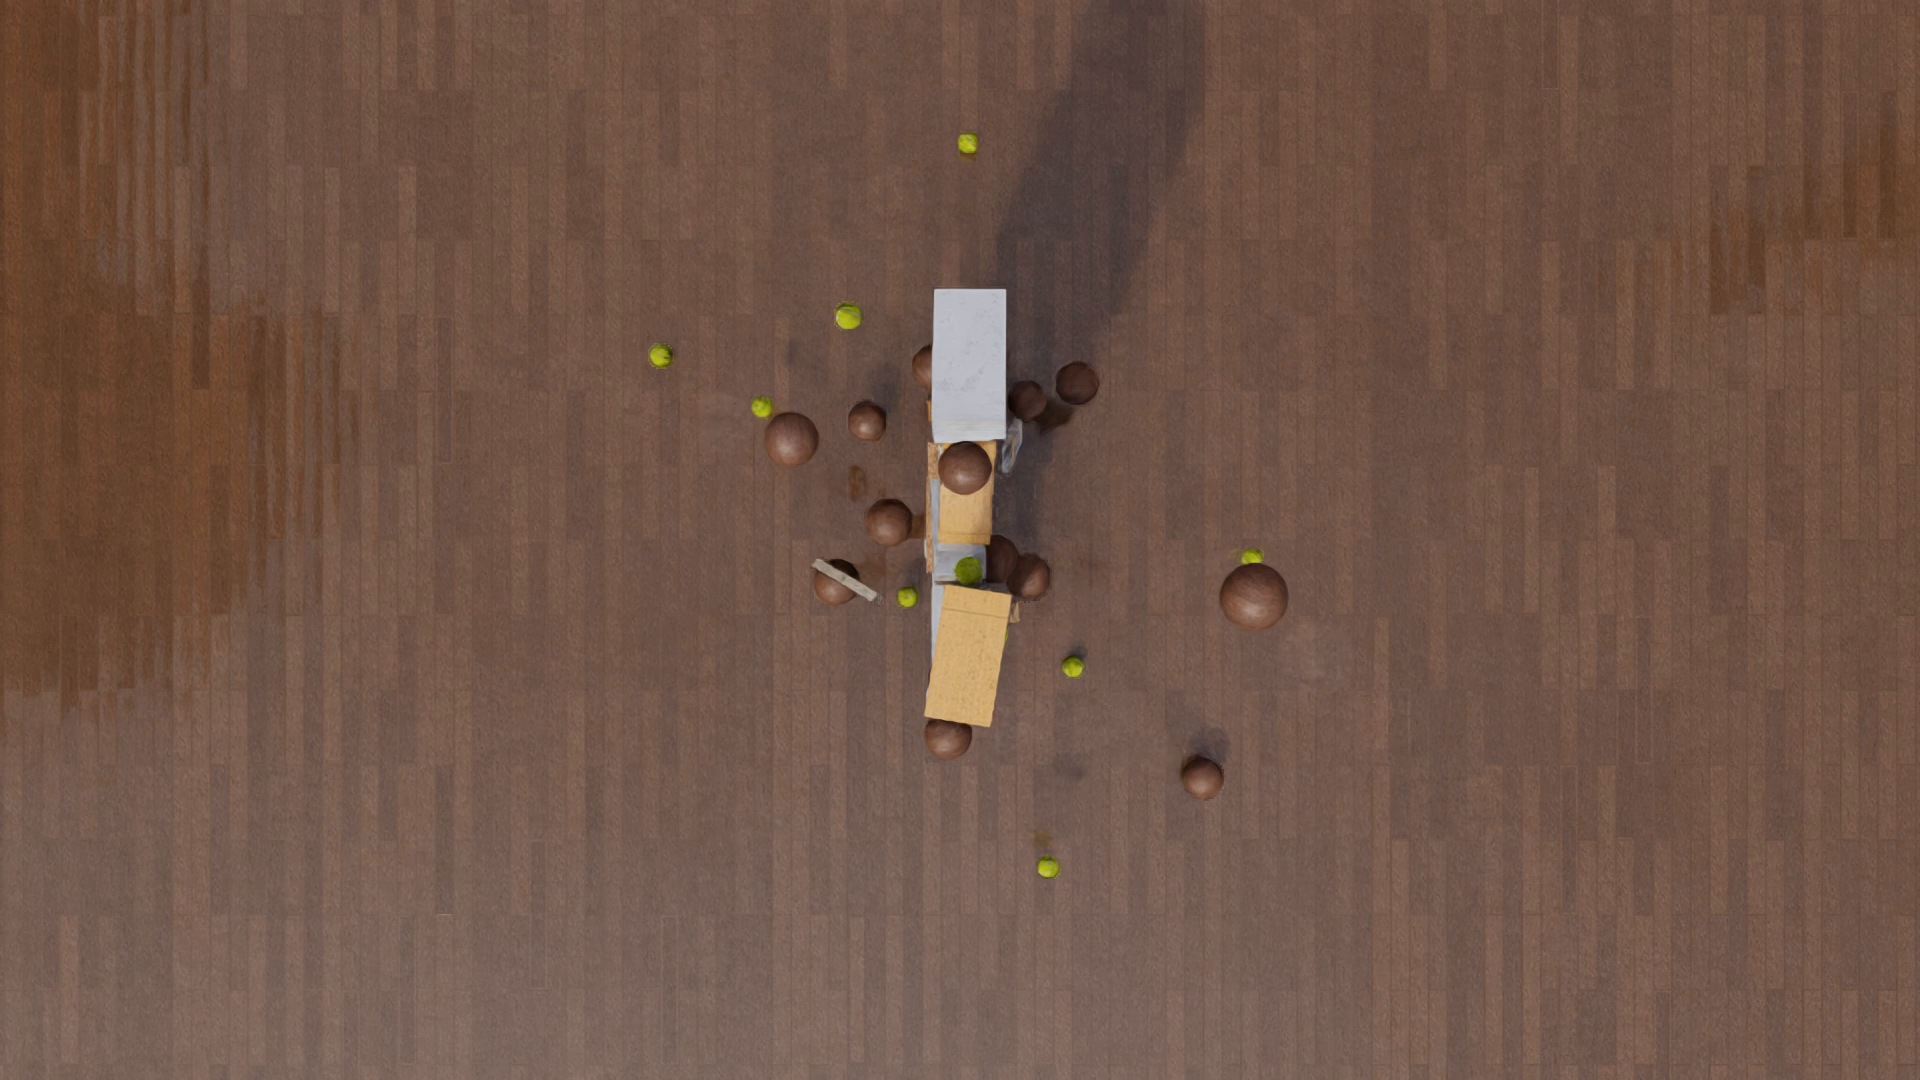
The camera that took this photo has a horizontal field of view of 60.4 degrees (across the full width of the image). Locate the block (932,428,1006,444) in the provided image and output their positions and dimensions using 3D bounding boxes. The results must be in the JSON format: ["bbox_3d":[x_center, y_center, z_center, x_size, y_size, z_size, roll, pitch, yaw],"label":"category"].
[{"bbox_3d":[0.017,-0.281,4.098,0.172,0.344,0.049,-4,97,-1],"label":"block"}]

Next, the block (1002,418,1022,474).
[{"bbox_3d":[0.140,-0.256,4.466,0.023,0.159,0.080,7,126,10],"label":"block"}]

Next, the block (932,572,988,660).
[{"bbox_3d":[0.000,0.241,4.489,0.152,0.043,0.304,1,90,0],"label":"block"}]

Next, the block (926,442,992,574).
[{"bbox_3d":[-0.002,-0.087,4.448,0.176,0.050,0.351,1,90,0],"label":"block"}]

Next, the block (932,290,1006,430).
[{"bbox_3d":[0.022,-0.431,3.911,0.172,0.049,0.344,0,70,2],"label":"block"}]

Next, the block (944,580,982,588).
[{"bbox_3d":[0.004,0.058,4.229,0.094,0.027,0.189,0,70,-3],"label":"block"}]

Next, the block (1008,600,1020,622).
[{"bbox_3d":[0.052,0.177,4.080,0.158,0.316,0.045,-3,90,-3],"label":"block"}]

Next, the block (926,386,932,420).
[{"bbox_3d":[0.003,-0.385,4.519,0.172,1.237,0.049,-4,97,0],"label":"block"}]

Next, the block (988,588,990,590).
[{"bbox_3d":[0.002,0.325,5.122,0.176,0.050,0.353,0,90,0],"label":"block"}]

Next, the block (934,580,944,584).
[{"bbox_3d":[-0.018,0.101,4.329,0.094,0.189,0.027,-1,89,0],"label":"block"}]

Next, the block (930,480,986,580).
[{"bbox_3d":[-0.005,-0.029,4.226,0.131,0.037,0.263,-2,70,-3],"label":"block"}]

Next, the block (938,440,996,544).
[{"bbox_3d":[0.017,-0.123,4.150,0.131,0.037,0.263,2,102,-2],"label":"block"}]

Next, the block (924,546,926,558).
[{"bbox_3d":[-0.006,0.023,4.649,0.175,0.351,0.050,1,90,0],"label":"block"}]

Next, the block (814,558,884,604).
[{"bbox_3d":[-0.300,0.111,4.434,0.189,0.095,0.027,30,88,11],"label":"block"}]

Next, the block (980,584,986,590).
[{"bbox_3d":[0.018,0.213,4.251,0.099,0.028,0.199,0,90,-3],"label":"block"}]

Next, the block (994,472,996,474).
[{"bbox_3d":[0.005,-0.201,4.701,0.176,0.454,0.050,-9,92,0],"label":"block"}]

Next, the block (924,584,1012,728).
[{"bbox_3d":[0.018,0.272,3.898,0.158,0.045,0.316,9,92,-1],"label":"block"}]

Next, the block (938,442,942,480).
[{"bbox_3d":[0.010,-0.172,4.305,0.131,0.263,0.037,-4,51,-4],"label":"block"}]

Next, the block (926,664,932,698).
[{"bbox_3d":[-0.002,0.371,4.196,0.158,0.543,0.045,1,92,0],"label":"block"}]
